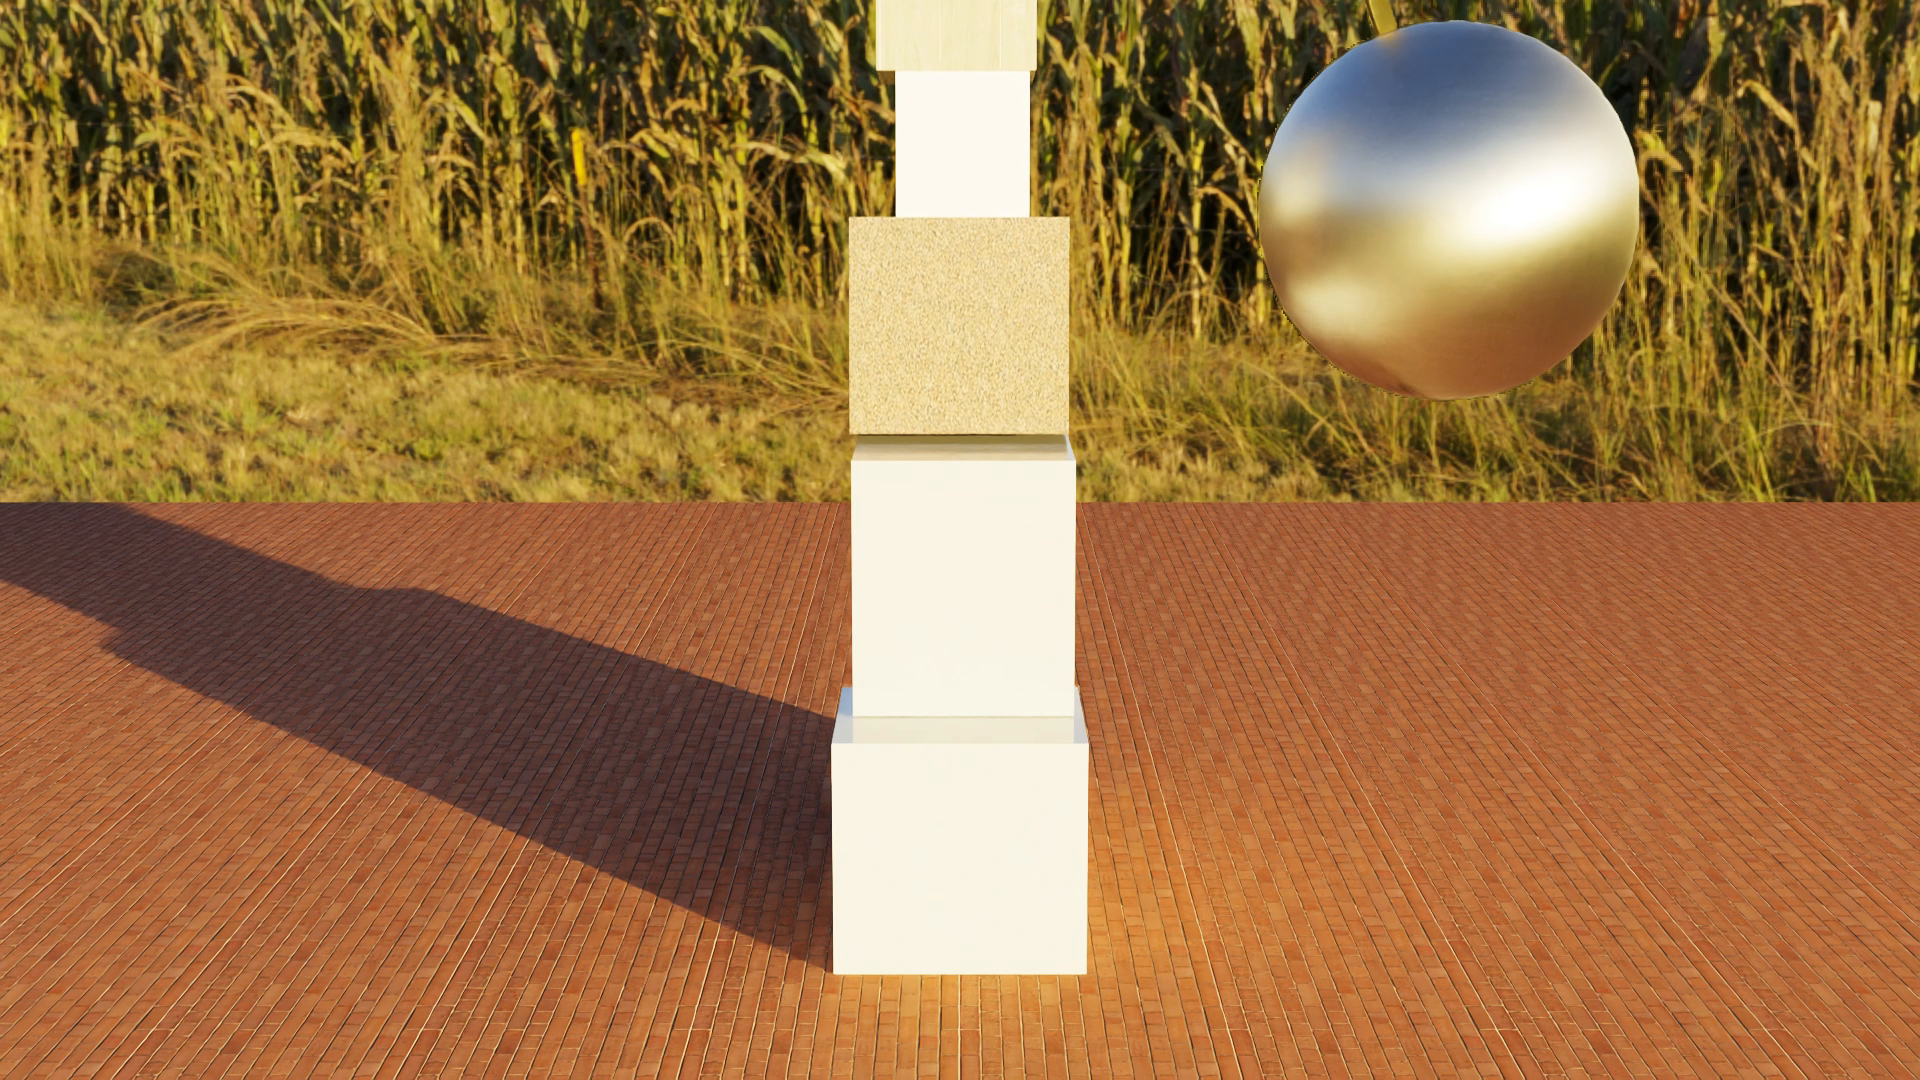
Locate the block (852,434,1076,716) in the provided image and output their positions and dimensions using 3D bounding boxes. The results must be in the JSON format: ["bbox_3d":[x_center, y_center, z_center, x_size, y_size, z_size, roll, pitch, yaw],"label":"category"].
[{"bbox_3d":[0.014,0.113,10.788,0.893,1.040,1.022,0,10,0],"label":"block"}]

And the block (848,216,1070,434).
[{"bbox_3d":[-0.003,-0.924,11.070,0.913,0.898,0.821,0,5,0],"label":"block"}]

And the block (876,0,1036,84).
[{"bbox_3d":[-0.015,-2.360,10.952,0.664,0.765,0.650,0,5,0],"label":"block"}]

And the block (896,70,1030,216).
[{"bbox_3d":[0.011,-1.675,11.009,0.556,0.610,0.609,0,5,0],"label":"block"}]

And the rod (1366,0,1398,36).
[{"bbox_3d":[0.899,-4.536,10.356,0.080,5.200,0.080,-20,10,4],"label":"rod"}]

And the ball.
[{"bbox_3d":[2.074,-1.397,10.926,1.600,1.600,1.600,0,10,0],"label":"ball"}]

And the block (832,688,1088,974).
[{"bbox_3d":[0.000,1.170,10.508,0.998,0.938,0.929,0,10,0],"label":"block"}]
